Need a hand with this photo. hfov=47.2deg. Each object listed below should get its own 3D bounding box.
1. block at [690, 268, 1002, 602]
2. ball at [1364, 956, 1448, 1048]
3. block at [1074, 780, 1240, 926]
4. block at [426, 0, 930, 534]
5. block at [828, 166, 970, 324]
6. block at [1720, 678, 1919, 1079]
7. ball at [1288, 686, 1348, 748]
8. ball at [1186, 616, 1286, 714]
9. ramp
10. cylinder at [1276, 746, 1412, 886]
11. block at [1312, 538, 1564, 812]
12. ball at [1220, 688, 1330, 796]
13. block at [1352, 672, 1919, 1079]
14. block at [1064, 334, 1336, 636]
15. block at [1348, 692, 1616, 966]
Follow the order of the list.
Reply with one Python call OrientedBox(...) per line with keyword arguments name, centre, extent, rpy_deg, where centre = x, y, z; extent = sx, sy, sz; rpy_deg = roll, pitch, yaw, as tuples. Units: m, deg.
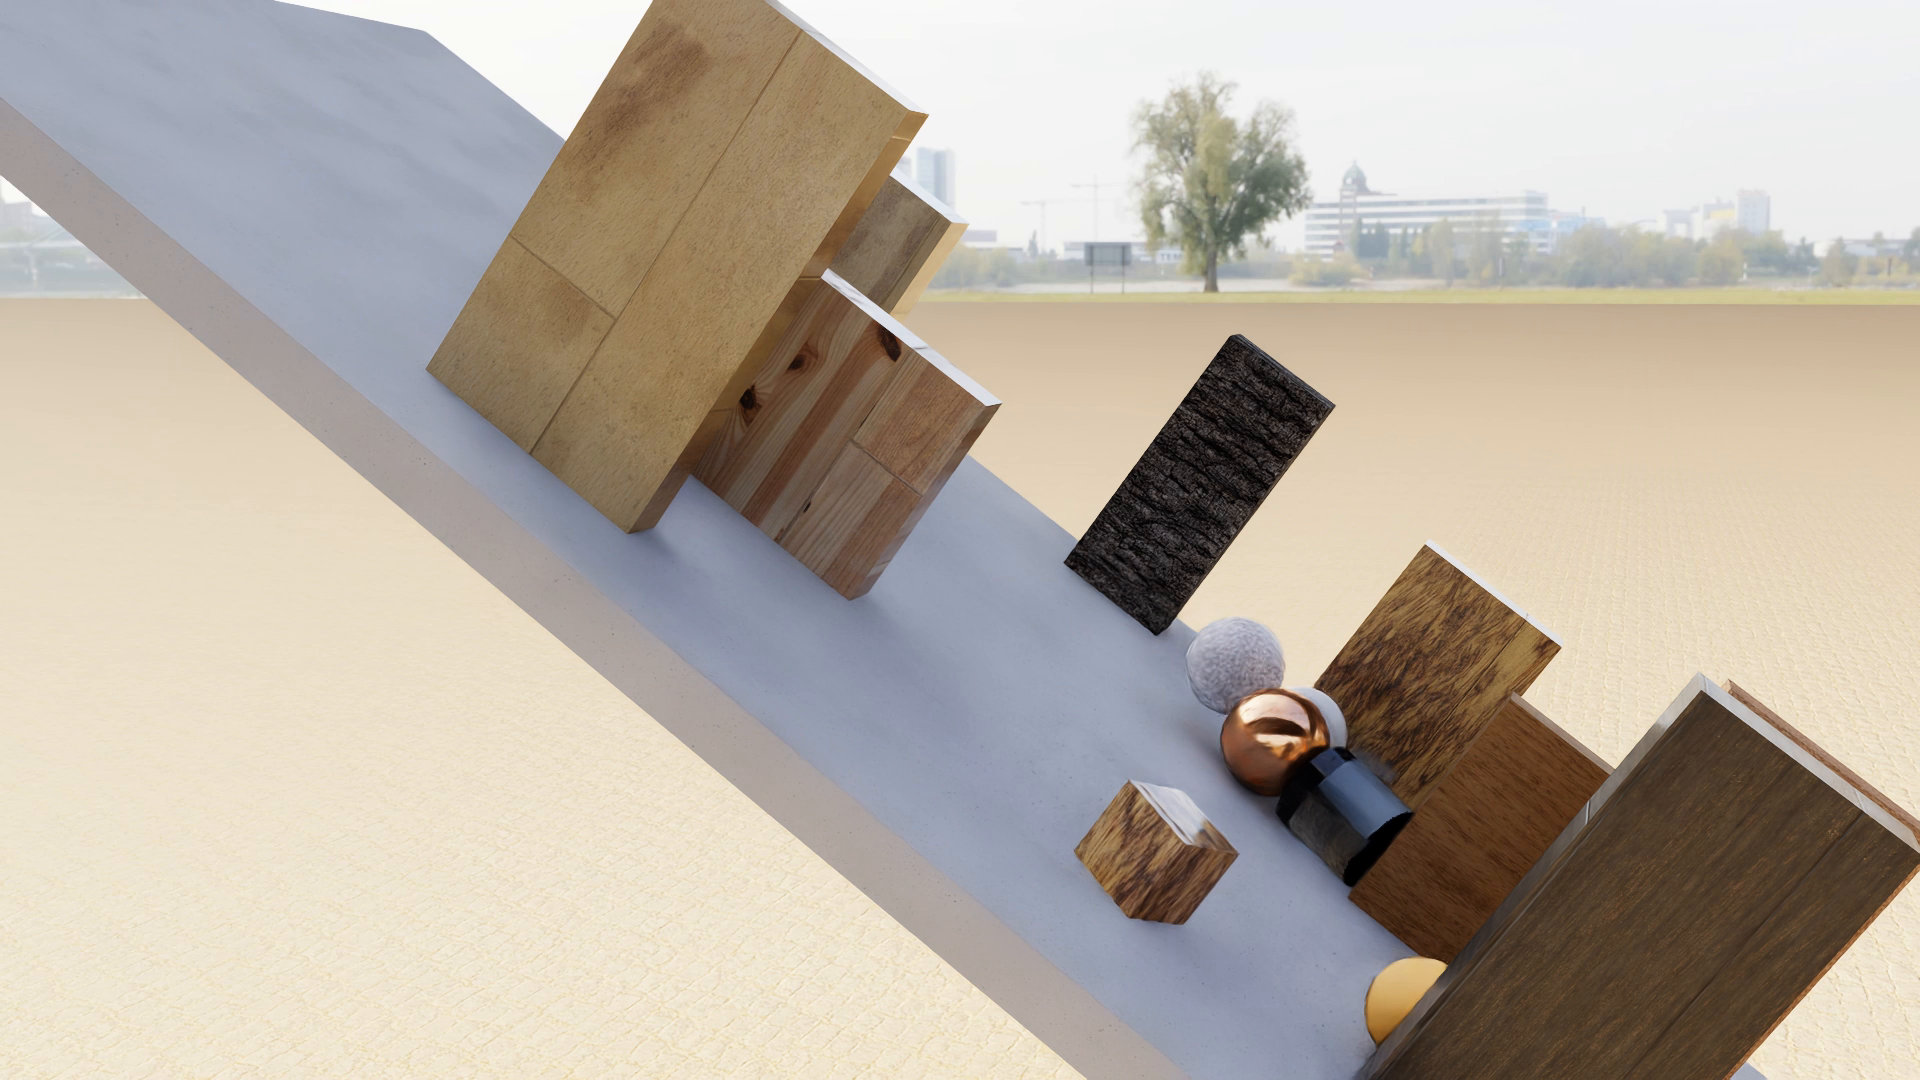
OrientedBox(name="block", centre=(-0.232, -0.201, 3.769), extent=(0.448, 0.415, 0.097), rpy_deg=(38, 16, 10))
OrientedBox(name="ball", centre=(0.709, 0.728, 3.388), extent=(0.170, 0.170, 0.170), rpy_deg=(0, 7, 0))
OrientedBox(name="block", centre=(0.302, 0.482, 3.389), extent=(0.148, 0.148, 0.148), rpy_deg=(18, 23, -48))
OrientedBox(name="block", centre=(-0.443, -0.451, 3.368), extent=(0.425, 0.784, 0.097), rpy_deg=(38, 16, 10))
OrientedBox(name="block", centre=(-0.298, -0.570, 4.545), extent=(0.414, 0.503, 0.123), rpy_deg=(38, 16, 10))
OrientedBox(name="block", centre=(1.144, 0.643, 3.527), extent=(0.387, 0.766, 0.093), rpy_deg=(38, 16, 10))
OrientedBox(name="ball", centre=(0.674, 0.385, 4.372), extent=(0.190, 0.190, 0.190), rpy_deg=(0, 7, 0))
OrientedBox(name="ball", centre=(0.541, 0.249, 4.324), extent=(0.195, 0.195, 0.195), rpy_deg=(0, 7, 0))
OrientedBox(name="ramp", centre=(-0.072, 0.138, 4.073), extent=(4.000, 0.100, 2.000), rpy_deg=(38, 16, 10))
OrientedBox(name="cylinder", centre=(0.721, 0.515, 4.103), extent=(0.184, 0.184, 0.184), rpy_deg=(-7, 42, -44))
OrientedBox(name="block", centre=(0.911, 0.313, 4.437), extent=(0.331, 0.535, 0.089), rpy_deg=(38, 16, 10))
OrientedBox(name="ball", centre=(0.600, 0.384, 4.187), extent=(0.208, 0.208, 0.208), rpy_deg=(0, 7, 0))
OrientedBox(name="block", centre=(0.929, 0.614, 3.098), extent=(0.354, 0.800, 0.146), rpy_deg=(38, 16, 10))
OrientedBox(name="block", centre=(0.512, -0.118, 4.718), extent=(0.257, 0.611, 0.121), rpy_deg=(38, 16, 10))
OrientedBox(name="block", centre=(1.018, 0.594, 3.950), extent=(0.432, 0.475, 0.080), rpy_deg=(38, 16, 10))
